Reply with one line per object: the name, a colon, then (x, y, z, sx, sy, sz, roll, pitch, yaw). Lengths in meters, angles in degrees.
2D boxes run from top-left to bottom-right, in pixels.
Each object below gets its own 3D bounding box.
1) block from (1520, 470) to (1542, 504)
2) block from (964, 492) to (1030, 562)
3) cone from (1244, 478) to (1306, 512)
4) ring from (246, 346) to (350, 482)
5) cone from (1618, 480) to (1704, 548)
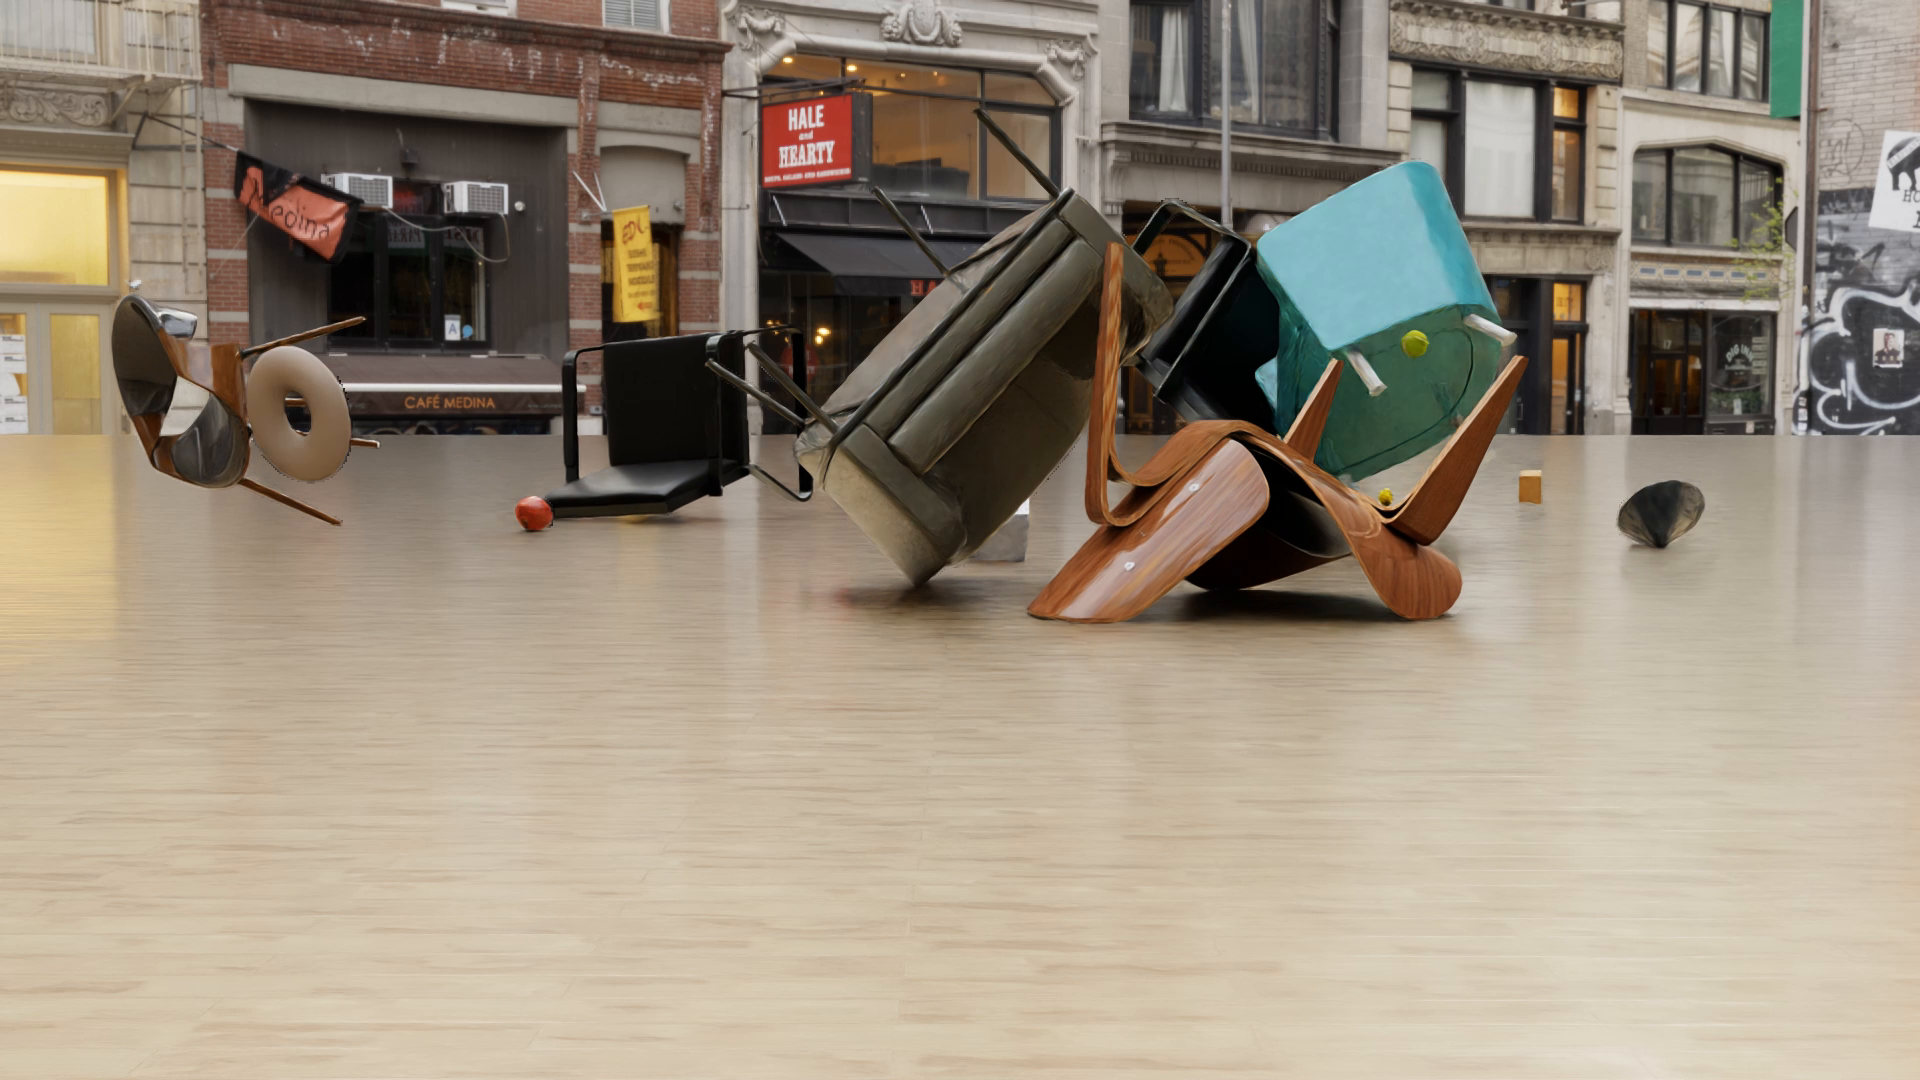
block: (2.008, -0.187, 7.738, 0.069, 0.094, 0.111, 1, 13, 17)
block: (0.096, -0.034, 5.745, 0.159, 0.130, 0.167, 4, 18, 0)
cone: (1.135, -0.139, 8.134, 0.176, 0.119, 0.224, 18, -25, -38)
ring: (-1.996, -0.381, 6.632, 0.314, 0.419, 0.122, -17, 5, 16)
cone: (1.990, -0.026, 6.241, 0.262, 0.197, 0.172, -38, 19, 36)
